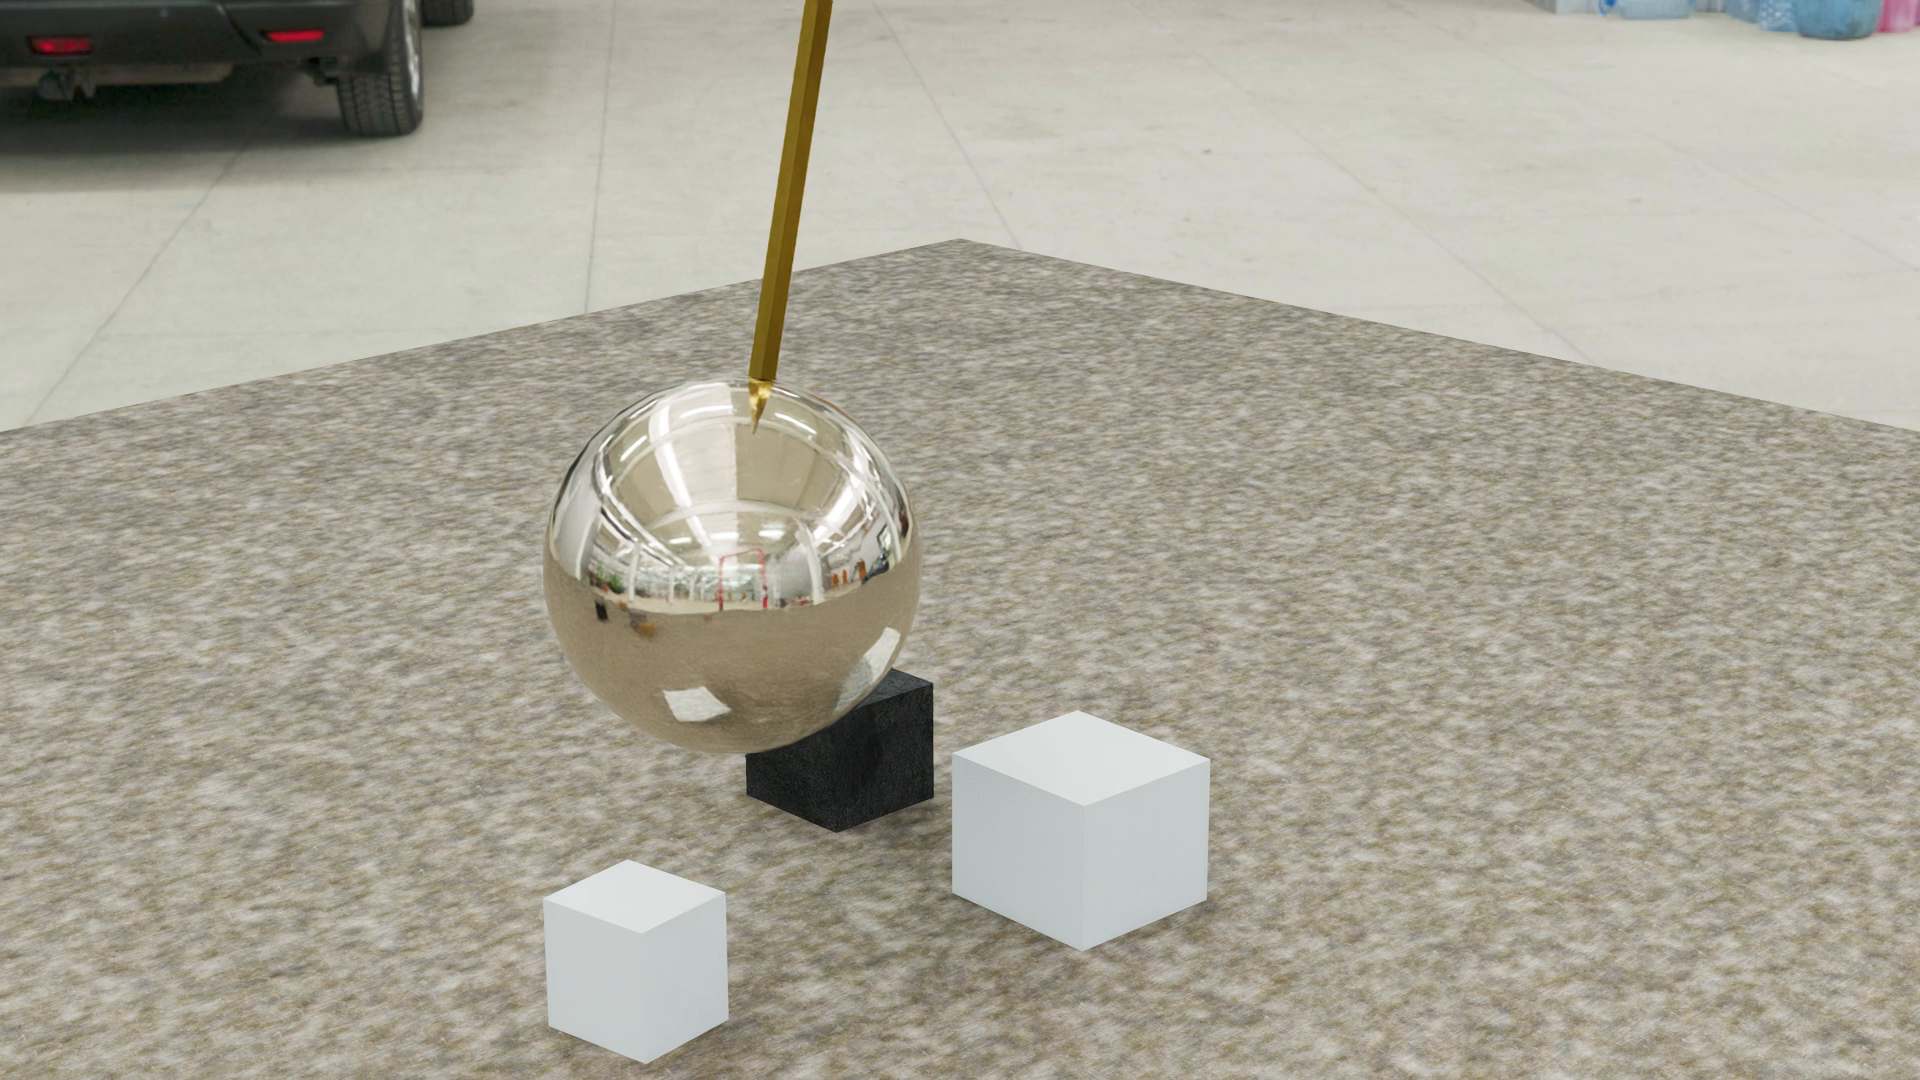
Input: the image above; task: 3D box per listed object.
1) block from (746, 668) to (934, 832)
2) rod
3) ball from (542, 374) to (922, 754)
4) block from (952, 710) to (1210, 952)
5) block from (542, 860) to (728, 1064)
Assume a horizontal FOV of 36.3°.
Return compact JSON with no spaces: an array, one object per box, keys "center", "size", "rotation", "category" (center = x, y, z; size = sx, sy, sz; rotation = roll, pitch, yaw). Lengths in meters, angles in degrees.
[{"center":[-0.587,0.969,14.266],"size":[0.637,0.597,0.663],"rotation":[-16,24,-41],"category":"block"},{"center":[-0.415,-3.218,11.896],"size":[0.080,5.200,0.080],"rotation":[17,11,42],"category":"rod"},{"center":[-0.957,0.104,12.371],"size":[1.600,1.600,1.600],"rotation":[0,17,0],"category":"ball"},{"center":[0.537,1.284,13.128],"size":[0.790,0.678,0.832],"rotation":[-15,23,-40],"category":"block"},{"center":[-1.318,1.710,11.953],"size":[0.545,0.570,0.493],"rotation":[13,22,35],"category":"block"}]
